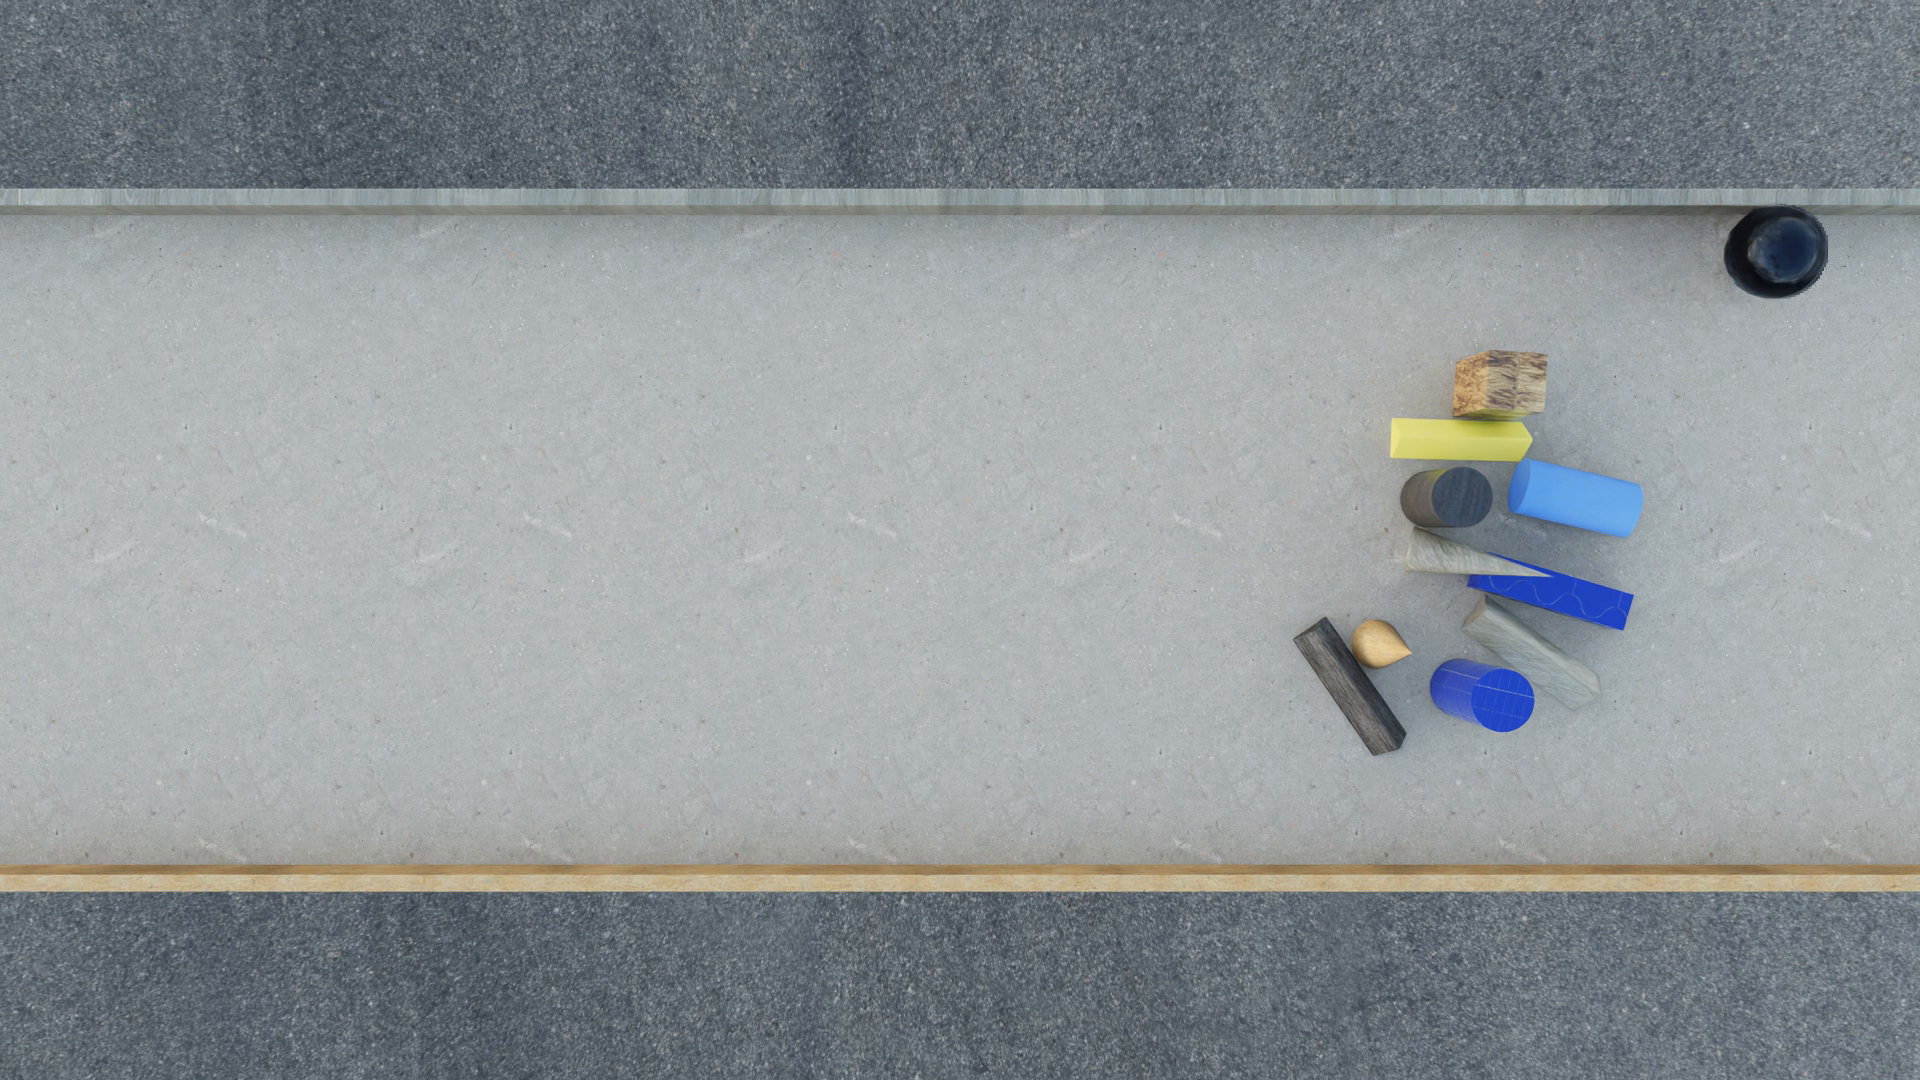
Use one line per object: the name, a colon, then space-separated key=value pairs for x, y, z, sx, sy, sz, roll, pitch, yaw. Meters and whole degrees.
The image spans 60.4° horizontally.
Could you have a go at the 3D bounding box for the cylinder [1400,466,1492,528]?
cylinder: x=1.442 y=-0.124 z=4.904 sx=0.176 sy=0.345 sz=0.176 roll=0 pitch=90 yaw=0

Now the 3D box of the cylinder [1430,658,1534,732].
cylinder: x=1.536 y=0.454 z=4.872 sx=0.180 sy=0.410 sz=0.180 roll=0 pitch=90 yaw=0

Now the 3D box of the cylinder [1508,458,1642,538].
cylinder: x=1.860 y=-0.127 z=4.992 sx=0.344 sy=0.169 sz=0.169 roll=13 pitch=90 yaw=0

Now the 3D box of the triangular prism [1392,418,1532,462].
triangular prism: x=1.526 y=-0.308 z=5.022 sx=0.397 sy=0.104 sz=0.120 roll=2 pitch=90 yaw=0

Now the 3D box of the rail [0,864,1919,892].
rail: x=-2.247 y=1.025 z=5.001 sx=12.000 sy=0.150 sz=0.050 roll=0 pitch=90 yaw=0

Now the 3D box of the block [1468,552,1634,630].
block: x=1.794 y=0.155 z=5.021 sx=0.456 sy=0.112 sz=0.112 roll=16 pitch=90 yaw=0

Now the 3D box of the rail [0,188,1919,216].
rail: x=-2.247 y=-1.025 z=5.002 sx=12.000 sy=0.150 sz=0.050 roll=0 pitch=90 yaw=0

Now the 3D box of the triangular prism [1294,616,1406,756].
triangular prism: x=1.198 y=0.450 z=5.020 sx=0.123 sy=0.107 sz=0.436 roll=-35 pitch=90 yaw=0

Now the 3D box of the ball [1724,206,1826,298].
ball: x=2.439 y=-0.862 z=4.938 sx=0.276 sy=0.276 sz=0.276 roll=0 pitch=90 yaw=0

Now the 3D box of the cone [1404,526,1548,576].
cone: x=1.560 y=0.069 z=4.937 sx=0.420 sy=0.142 sz=0.142 roll=12 pitch=90 yaw=20

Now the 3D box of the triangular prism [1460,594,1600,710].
triangular prism: x=1.752 y=0.347 z=5.018 sx=0.432 sy=0.112 sz=0.129 roll=36 pitch=90 yaw=0

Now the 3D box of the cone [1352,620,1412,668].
cone: x=1.281 y=0.321 z=4.872 sx=0.153 sy=0.410 sz=0.153 roll=0 pitch=90 yaw=0

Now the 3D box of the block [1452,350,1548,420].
block: x=1.605 y=-0.458 z=4.914 sx=0.169 sy=0.325 sz=0.169 roll=4 pitch=90 yaw=0
